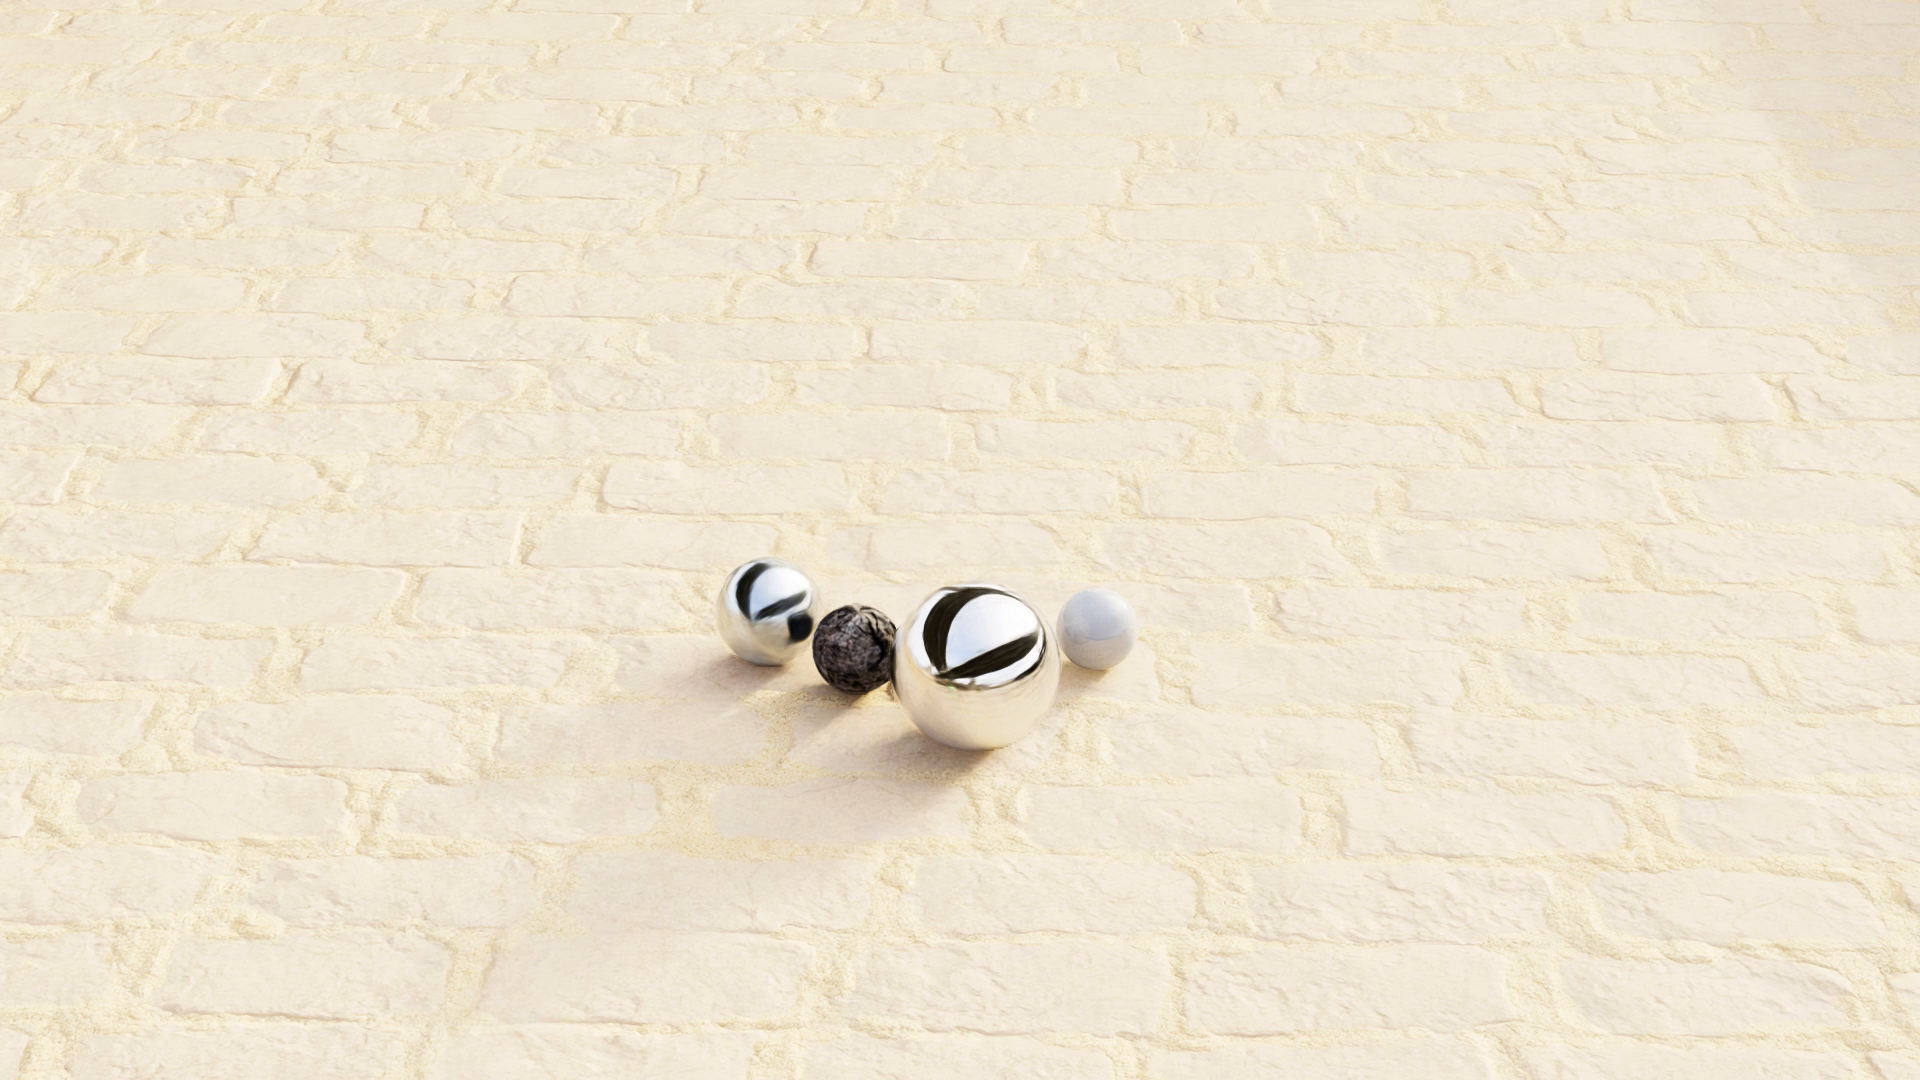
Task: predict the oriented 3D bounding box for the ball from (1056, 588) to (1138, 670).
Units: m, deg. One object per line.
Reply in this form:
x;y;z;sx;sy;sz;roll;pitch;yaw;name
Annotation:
0.077;0.050;1.645;0.047;0.047;0.047;0;29;0;ball

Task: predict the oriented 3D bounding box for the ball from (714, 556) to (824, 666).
-0.107;0.040;1.648;0.061;0.061;0.061;0;29;0;ball

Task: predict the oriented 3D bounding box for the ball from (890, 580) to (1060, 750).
0.008;0.066;1.570;0.091;0.091;0.091;0;29;0;ball

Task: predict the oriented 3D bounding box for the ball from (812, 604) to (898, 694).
-0.057;0.060;1.624;0.050;0.050;0.050;0;29;0;ball
